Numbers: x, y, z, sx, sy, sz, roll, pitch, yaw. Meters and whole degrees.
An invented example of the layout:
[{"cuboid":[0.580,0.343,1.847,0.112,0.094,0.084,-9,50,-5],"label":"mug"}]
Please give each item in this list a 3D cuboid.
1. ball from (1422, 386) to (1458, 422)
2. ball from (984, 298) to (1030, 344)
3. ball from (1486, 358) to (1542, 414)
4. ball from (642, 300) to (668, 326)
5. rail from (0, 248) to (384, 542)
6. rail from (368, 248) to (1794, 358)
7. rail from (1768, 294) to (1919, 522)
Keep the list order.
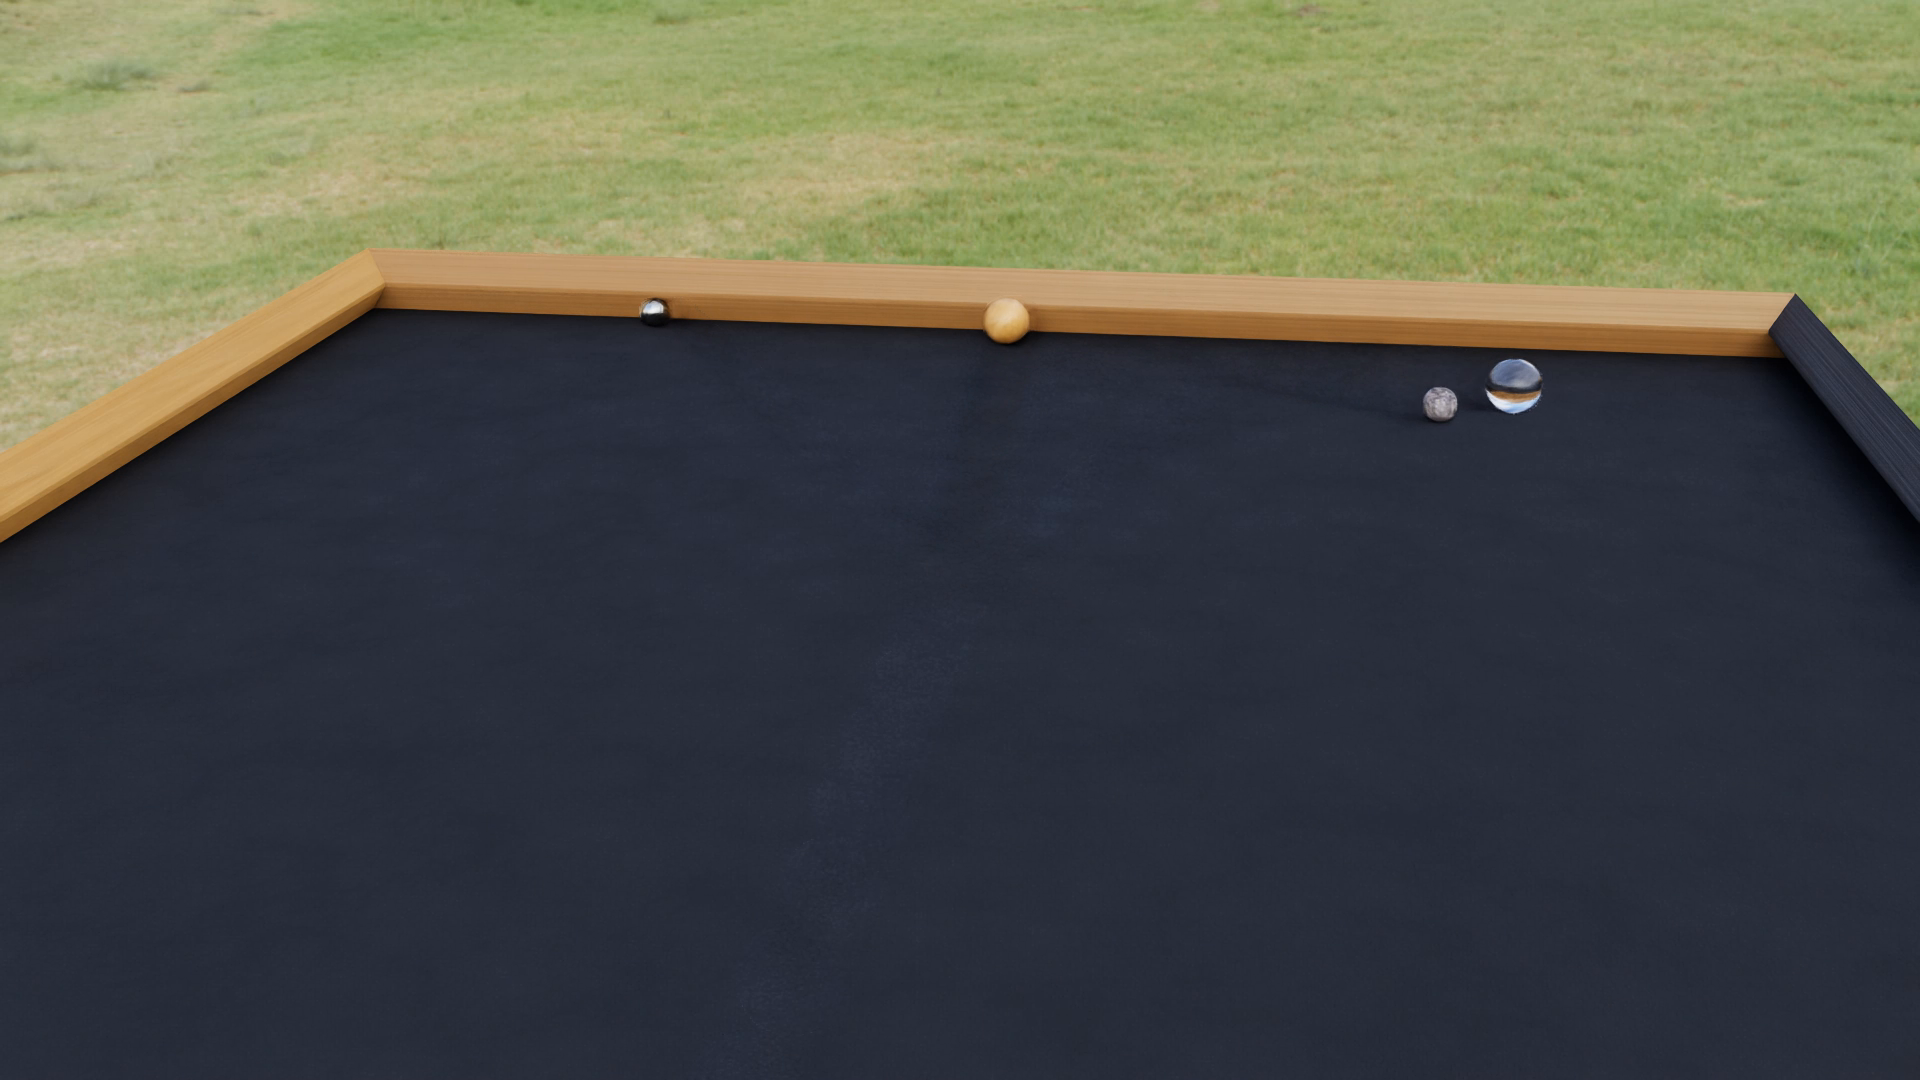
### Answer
[{"cuboid":[0.708,-0.200,3.240,0.052,0.052,0.052,0,20,0],"label":"ball"},{"cuboid":[0.077,-0.363,3.651,0.076,0.076,0.076,0,20,0],"label":"ball"},{"cuboid":[0.826,-0.230,3.278,0.082,0.082,0.082,0,20,0],"label":"ball"},{"cuboid":[-0.523,-0.390,3.767,0.046,0.046,0.046,0,20,0],"label":"ball"},{"cuboid":[-1.325,0.302,1.791,0.045,0.106,4.472,3,20,7],"label":"rail"},{"cuboid":[0.151,-0.397,3.695,2.411,0.106,0.045,3,20,7],"label":"rail"},{"cuboid":[1.016,0.414,1.485,0.045,0.106,4.472,3,20,7],"label":"rail"}]
